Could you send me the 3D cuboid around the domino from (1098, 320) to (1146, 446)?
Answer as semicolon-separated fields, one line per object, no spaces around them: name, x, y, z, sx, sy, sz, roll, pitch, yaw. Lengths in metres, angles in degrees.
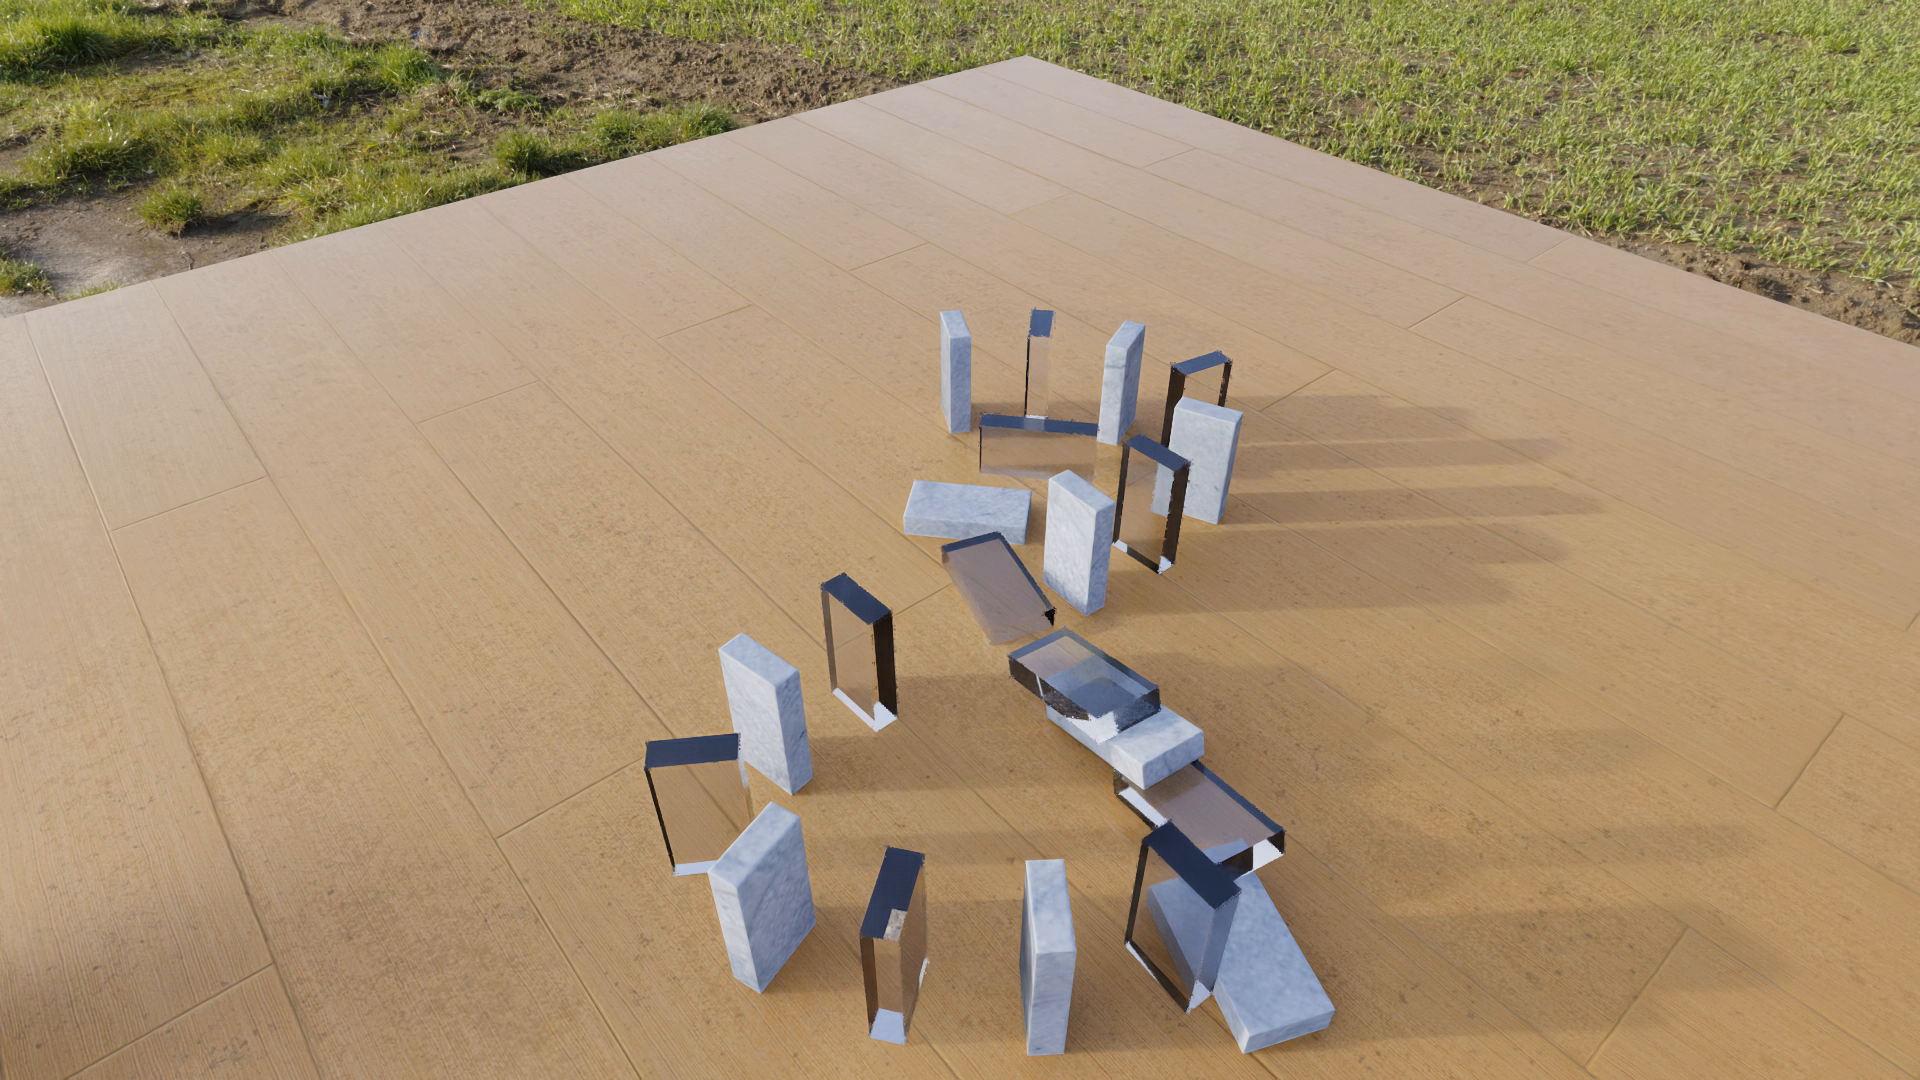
domino;0.073;-0.071;0.498;0.010;0.050;0.025;17;42;20

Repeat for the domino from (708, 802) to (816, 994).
domino;-0.052;0.096;0.294;0.009;0.050;0.025;21;44;24

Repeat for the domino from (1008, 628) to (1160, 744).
domino;0.041;0.047;0.368;0.025;0.009;0.050;-22;30;-24

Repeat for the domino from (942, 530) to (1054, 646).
domino;0.014;0.017;0.422;0.025;0.010;0.050;-15;42;-17

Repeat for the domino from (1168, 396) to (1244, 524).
domino;0.098;-0.032;0.451;0.025;0.050;0.010;19;43;22

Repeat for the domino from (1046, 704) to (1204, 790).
domino;0.053;0.060;0.360;0.025;0.009;0.050;-23;30;-25

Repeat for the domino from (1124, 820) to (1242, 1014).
domino;0.058;0.100;0.290;0.009;0.050;0.025;-25;45;-27

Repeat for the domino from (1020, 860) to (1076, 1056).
domino;0.022;0.107;0.281;0.009;0.050;0.025;-2;39;-2

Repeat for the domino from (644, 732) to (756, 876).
domino;-0.073;0.077;0.317;0.025;0.050;0.009;-5;40;-6

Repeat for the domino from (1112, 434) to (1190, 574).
domino;0.074;-0.014;0.428;0.009;0.050;0.025;-29;47;-31

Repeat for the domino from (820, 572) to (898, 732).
domino;-0.033;0.038;0.365;0.009;0.050;0.025;-30;48;-31

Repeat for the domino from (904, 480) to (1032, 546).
domino;0.004;-0.012;0.458;0.050;0.010;0.025;5;40;7

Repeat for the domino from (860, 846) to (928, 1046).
domino;-0.016;0.105;0.283;0.010;0.050;0.025;8;40;10

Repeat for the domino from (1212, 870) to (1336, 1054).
domino;0.079;0.113;0.305;0.025;0.009;0.050;-11;41;-13

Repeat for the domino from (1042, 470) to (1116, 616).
domino;0.044;0.001;0.410;0.009;0.050;0.025;-26;46;-28

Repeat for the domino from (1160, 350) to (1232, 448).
domino;0.102;-0.055;0.479;0.025;0.050;0.009;-20;43;-22

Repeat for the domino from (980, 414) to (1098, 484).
domino;0.034;-0.040;0.480;0.050;0.025;0.009;6;40;7

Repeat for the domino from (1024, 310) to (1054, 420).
domino;0.036;-0.077;0.506;0.010;0.050;0.025;5;40;6

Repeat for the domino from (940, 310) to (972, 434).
domino;-0.002;-0.077;0.505;0.009;0.050;0.025;-7;40;-8

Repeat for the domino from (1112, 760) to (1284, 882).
domino;0.071;0.082;0.334;0.025;0.010;0.050;-19;29;-21

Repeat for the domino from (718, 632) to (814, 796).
domino;-0.060;0.055;0.344;0.025;0.050;0.009;28;47;29
